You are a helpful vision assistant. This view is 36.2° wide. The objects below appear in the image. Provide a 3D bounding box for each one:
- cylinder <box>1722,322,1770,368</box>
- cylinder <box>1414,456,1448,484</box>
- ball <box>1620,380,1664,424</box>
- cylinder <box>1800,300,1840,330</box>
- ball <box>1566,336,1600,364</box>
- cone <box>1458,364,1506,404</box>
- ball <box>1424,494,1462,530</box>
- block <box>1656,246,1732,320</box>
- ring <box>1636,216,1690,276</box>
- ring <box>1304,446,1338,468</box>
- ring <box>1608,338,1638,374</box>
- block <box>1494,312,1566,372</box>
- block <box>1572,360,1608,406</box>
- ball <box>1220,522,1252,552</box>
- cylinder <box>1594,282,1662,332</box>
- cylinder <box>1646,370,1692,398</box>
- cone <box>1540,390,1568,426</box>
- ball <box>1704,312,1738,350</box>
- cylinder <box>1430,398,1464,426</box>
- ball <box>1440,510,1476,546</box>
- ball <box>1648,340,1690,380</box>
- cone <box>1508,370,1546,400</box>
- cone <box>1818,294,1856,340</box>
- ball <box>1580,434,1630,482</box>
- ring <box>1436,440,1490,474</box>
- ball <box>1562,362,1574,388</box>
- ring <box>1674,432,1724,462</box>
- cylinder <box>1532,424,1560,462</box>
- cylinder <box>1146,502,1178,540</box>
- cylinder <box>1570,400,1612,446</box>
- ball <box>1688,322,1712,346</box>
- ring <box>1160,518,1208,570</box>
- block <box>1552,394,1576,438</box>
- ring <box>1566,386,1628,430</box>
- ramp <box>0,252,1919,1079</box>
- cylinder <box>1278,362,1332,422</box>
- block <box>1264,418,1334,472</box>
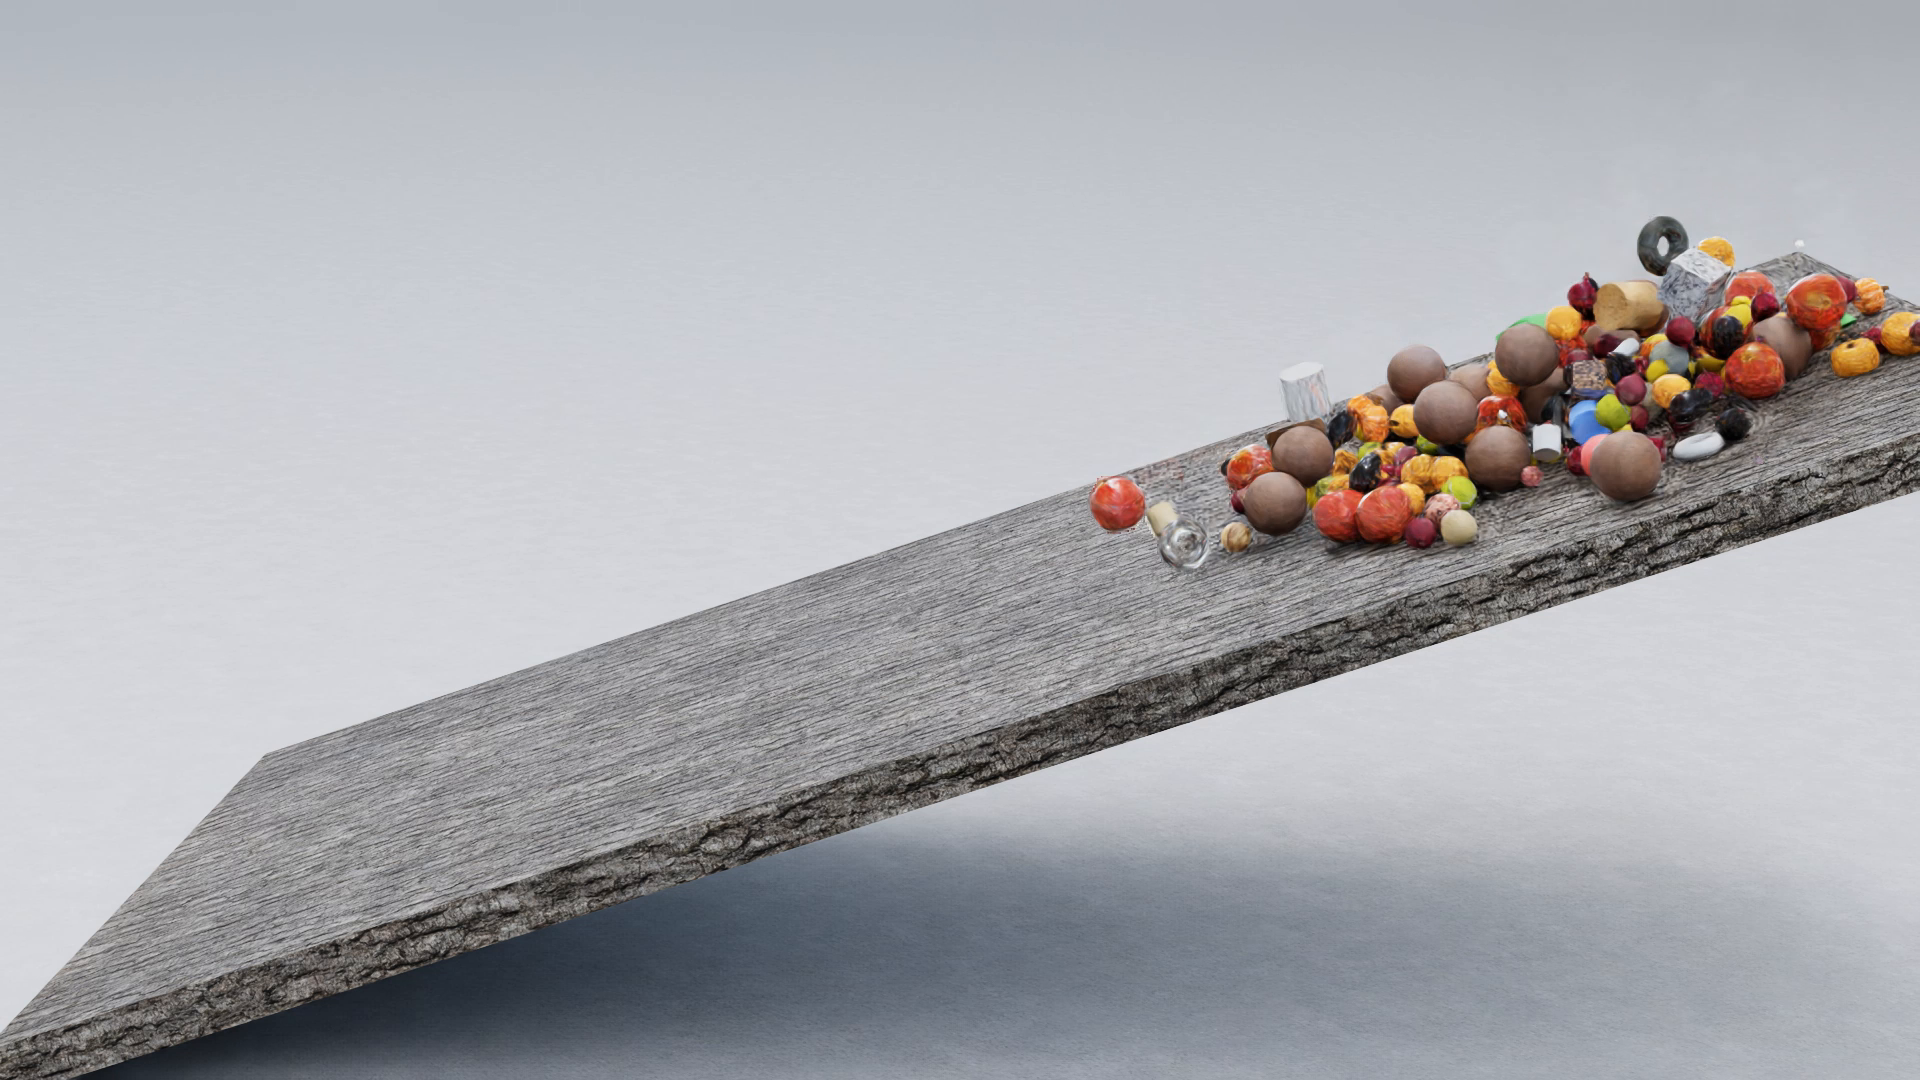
[{"bbox_3d":[1.620,-0.403,6.063,0.068,0.068,0.068,28,35,-22],"label":"cylinder"},{"bbox_3d":[0.966,-0.143,6.022,0.051,0.051,0.051,-11,3,38],"label":"cylinder"},{"bbox_3d":[1.367,-0.276,5.893,0.086,0.086,0.086,0,12,0],"label":"ball"},{"bbox_3d":[1.804,-0.469,6.158,0.063,0.063,0.063,-3,7,-15],"label":"cylinder"},{"bbox_3d":[1.395,-0.419,6.584,0.075,0.075,0.075,0,12,0],"label":"ball"},{"bbox_3d":[1.186,-0.332,6.598,0.098,0.098,0.098,-11,30,-42],"label":"cone"},{"bbox_3d":[0.921,-0.055,5.609,0.070,0.070,0.070,0,12,0],"label":"ball"},{"bbox_3d":[1.474,-0.515,5.905,0.093,0.093,0.093,35,44,24],"label":"block"},{"bbox_3d":[1.442,-0.603,6.030,0.125,0.125,0.042,-6,7,-28],"label":"ring"},{"bbox_3d":[0.806,-0.185,6.565,0.084,0.028,0.084,-21,13,5],"label":"ring"},{"bbox_3d":[1.320,-0.367,5.860,0.028,0.083,0.083,42,28,17],"label":"ring"},{"bbox_3d":[1.233,-0.426,6.359,0.089,0.089,0.089,-13,-17,-44],"label":"block"},{"bbox_3d":[1.245,-0.310,5.811,0.064,0.064,0.064,3,-26,15],"label":"block"},{"bbox_3d":[0.563,-0.005,6.000,0.063,0.063,0.063,0,12,0],"label":"ball"},{"bbox_3d":[1.370,-0.479,6.034,0.098,0.098,0.098,-5,13,-32],"label":"cylinder"},{"bbox_3d":[1.453,-0.331,6.031,0.065,0.065,0.065,-13,-13,-47],"label":"cylinder"},{"bbox_3d":[1.253,-0.244,6.013,0.092,0.092,0.092,-7,40,-30],"label":"cone"},{"bbox_3d":[1.602,-0.440,6.202,0.079,0.079,0.079,0,12,0],"label":"ball"},{"bbox_3d":[1.048,-0.275,6.334,0.060,0.060,0.060,6,3,26],"label":"cylinder"},{"bbox_3d":[0.924,-0.023,5.452,0.068,0.068,0.068,0,12,0],"label":"ball"},{"bbox_3d":[1.433,-0.364,5.943,0.080,0.080,0.080,0,12,0],"label":"ball"},{"bbox_3d":[1.264,-0.333,6.493,0.075,0.075,0.075,26,25,36],"label":"cone"},{"bbox_3d":[1.790,-0.471,6.064,0.085,0.085,0.085,-25,-9,-4],"label":"cone"},{"bbox_3d":[1.213,-0.155,5.534,0.090,0.090,0.090,0,12,0],"label":"ball"},{"bbox_3d":[1.014,-0.168,5.916,0.117,0.039,0.117,22,14,-6],"label":"ring"},{"bbox_3d":[1.265,-0.338,6.036,0.055,0.055,0.055,0,12,0],"label":"ball"},{"bbox_3d":[1.383,-0.174,5.504,0.097,0.032,0.097,-19,10,3],"label":"ring"},{"bbox_3d":[1.130,-0.187,5.663,0.053,0.053,0.053,6,-25,3],"label":"cylinder"},{"bbox_3d":[0.439,-0.041,6.315,0.060,0.060,0.060,-22,-25,-11],"label":"cylinder"},{"bbox_3d":[1.238,-0.229,5.778,0.077,0.077,0.077,2,18,7],"label":"cylinder"},{"bbox_3d":[1.549,-0.432,6.157,0.052,0.052,0.052,0,12,0],"label":"ball"},{"bbox_3d":[0.455,0.009,5.972,0.109,0.109,0.036,-4,-7,-20],"label":"ring"},{"bbox_3d":[1.228,-0.247,5.865,0.065,0.065,0.065,0,31,-15],"label":"block"},{"bbox_3d":[1.292,-0.271,5.967,0.138,0.046,0.138,5,38,-4],"label":"ring"},{"bbox_3d":[0.107,0.180,6.305,4.000,0.100,2.000,-18,11,6],"label":"ramp"},{"bbox_3d":[0.735,-0.315,6.258,0.096,0.096,0.096,-14,20,5],"label":"cylinder"},{"bbox_3d":[0.748,-0.216,6.480,0.091,0.091,0.091,-19,5,46],"label":"block"}]
